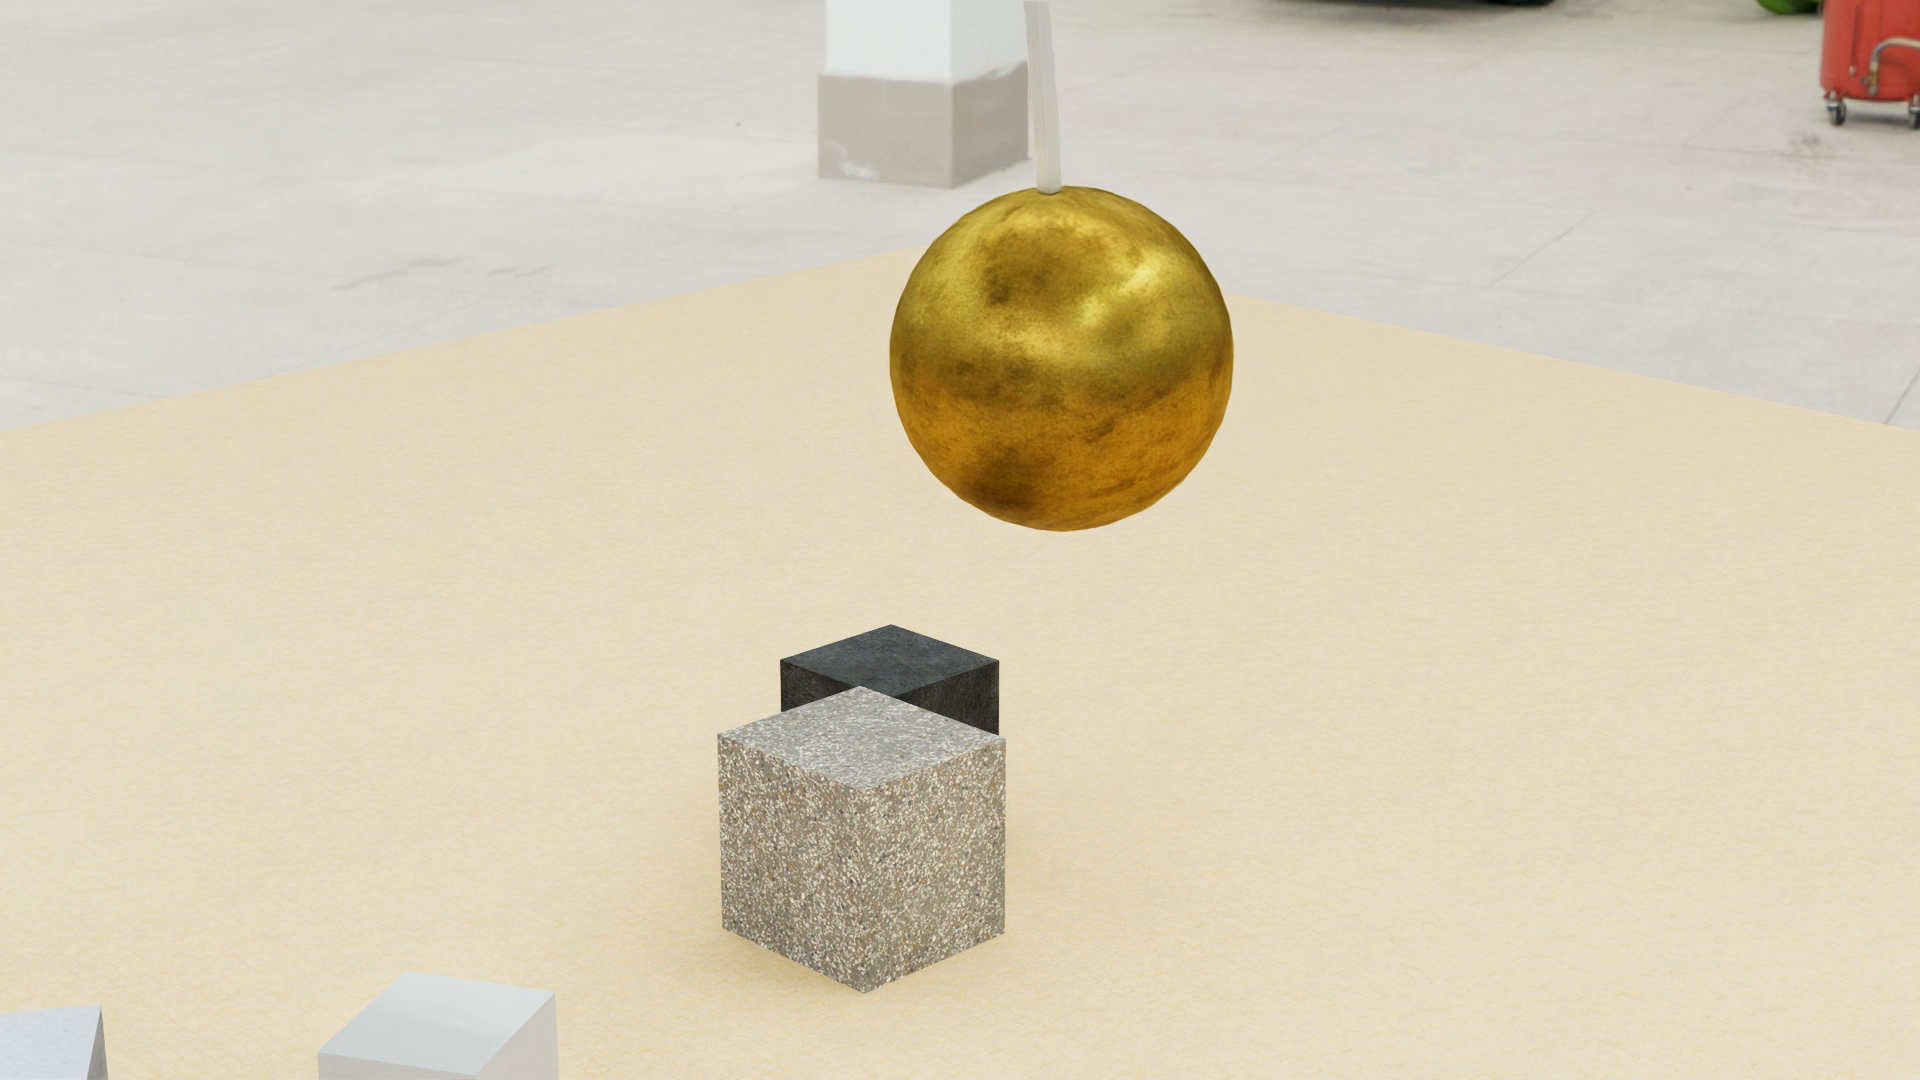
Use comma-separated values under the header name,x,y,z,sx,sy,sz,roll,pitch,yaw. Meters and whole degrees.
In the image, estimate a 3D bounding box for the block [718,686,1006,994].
name,x,y,z,sx,sy,sz,roll,pitch,yaw
block,-0.425,1.280,12.746,0.844,0.915,0.915,-17,24,-42

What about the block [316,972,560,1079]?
name,x,y,z,sx,sy,sz,roll,pitch,yaw
block,-1.888,2.055,10.716,0.612,0.654,0.682,5,18,16

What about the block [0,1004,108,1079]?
name,x,y,z,sx,sy,sz,roll,pitch,yaw
block,-3.323,2.142,10.342,0.568,0.711,0.707,-3,18,-10

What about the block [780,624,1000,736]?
name,x,y,z,sx,sy,sz,roll,pitch,yaw
block,-0.332,0.951,13.978,0.726,0.805,0.742,-17,24,-42

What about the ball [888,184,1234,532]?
name,x,y,z,sx,sy,sz,roll,pitch,yaw
ball,0.468,-0.840,13.569,1.600,1.600,1.600,0,17,0

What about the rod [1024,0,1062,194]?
name,x,y,z,sx,sy,sz,roll,pitch,yaw
rod,0.203,-3.984,12.302,0.080,5.200,0.080,17,30,42
